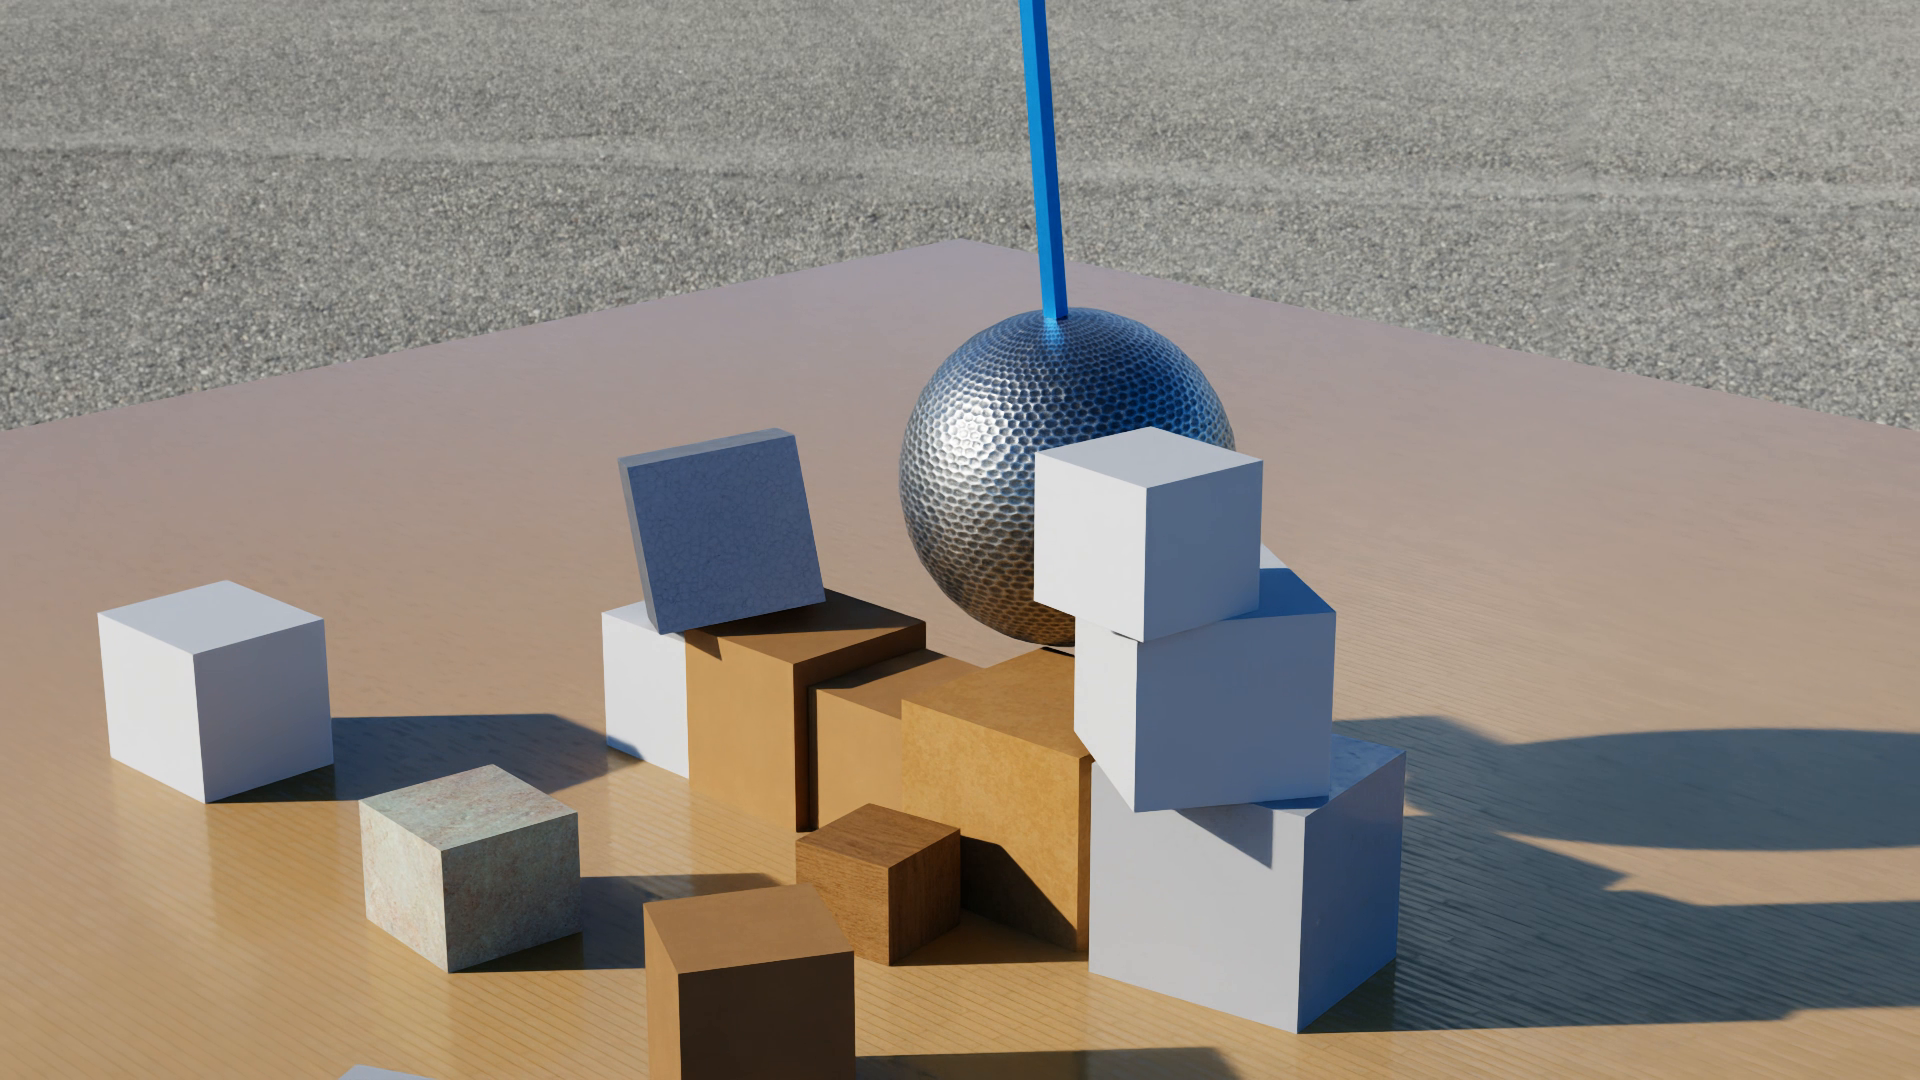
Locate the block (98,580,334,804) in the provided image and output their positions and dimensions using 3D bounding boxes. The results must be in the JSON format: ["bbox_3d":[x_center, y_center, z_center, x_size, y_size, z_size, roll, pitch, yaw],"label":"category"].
[{"bbox_3d":[-3.726,0.744,14.691,0.879,0.771,0.741,16,24,42],"label":"block"}]

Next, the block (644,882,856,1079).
[{"bbox_3d":[-0.809,1.831,11.244,0.668,0.764,0.650,-5,18,-16],"label":"block"}]

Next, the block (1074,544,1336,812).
[{"bbox_3d":[0.992,0.552,12.101,0.821,0.785,0.928,-4,18,-12],"label":"block"}]

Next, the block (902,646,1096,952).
[{"bbox_3d":[0.452,1.141,13.211,1.043,0.902,0.970,16,23,41],"label":"block"}]

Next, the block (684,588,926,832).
[{"bbox_3d":[-0.750,0.809,14.353,0.867,0.850,0.787,-17,24,-42],"label":"block"}]

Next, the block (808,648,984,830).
[{"bbox_3d":[-0.181,1.029,13.867,0.758,0.722,0.747,-17,24,-42],"label":"block"}]

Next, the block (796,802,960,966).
[{"bbox_3d":[-0.355,1.499,12.814,0.502,0.457,0.526,12,21,34],"label":"block"}]

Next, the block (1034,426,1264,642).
[{"bbox_3d":[0.742,-0.035,11.627,0.621,0.618,0.649,-14,22,-37],"label":"block"}]

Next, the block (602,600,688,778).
[{"bbox_3d":[-1.281,0.706,14.907,0.756,0.715,0.733,-17,24,-42],"label":"block"}]

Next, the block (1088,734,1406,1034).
[{"bbox_3d":[1.214,1.363,12.419,1.006,0.953,0.882,12,21,33],"label":"block"}]

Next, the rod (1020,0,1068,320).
[{"bbox_3d":[0.220,-3.429,12.495,0.080,5.200,0.080,17,31,42],"label":"rod"}]

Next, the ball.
[{"bbox_3d":[0.508,-0.295,13.782,1.600,1.600,1.600,0,17,0],"label":"ball"}]

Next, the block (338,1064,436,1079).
[{"bbox_3d":[-1.914,2.273,10.000,0.653,0.667,0.596,6,19,20],"label":"block"}]

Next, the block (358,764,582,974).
[{"bbox_3d":[-2.145,1.428,12.859,0.672,0.565,0.718,-14,22,-37],"label":"block"}]

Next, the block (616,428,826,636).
[{"bbox_3d":[-1.178,-0.056,14.369,0.813,0.817,0.741,-11,7,-9],"label":"block"}]
